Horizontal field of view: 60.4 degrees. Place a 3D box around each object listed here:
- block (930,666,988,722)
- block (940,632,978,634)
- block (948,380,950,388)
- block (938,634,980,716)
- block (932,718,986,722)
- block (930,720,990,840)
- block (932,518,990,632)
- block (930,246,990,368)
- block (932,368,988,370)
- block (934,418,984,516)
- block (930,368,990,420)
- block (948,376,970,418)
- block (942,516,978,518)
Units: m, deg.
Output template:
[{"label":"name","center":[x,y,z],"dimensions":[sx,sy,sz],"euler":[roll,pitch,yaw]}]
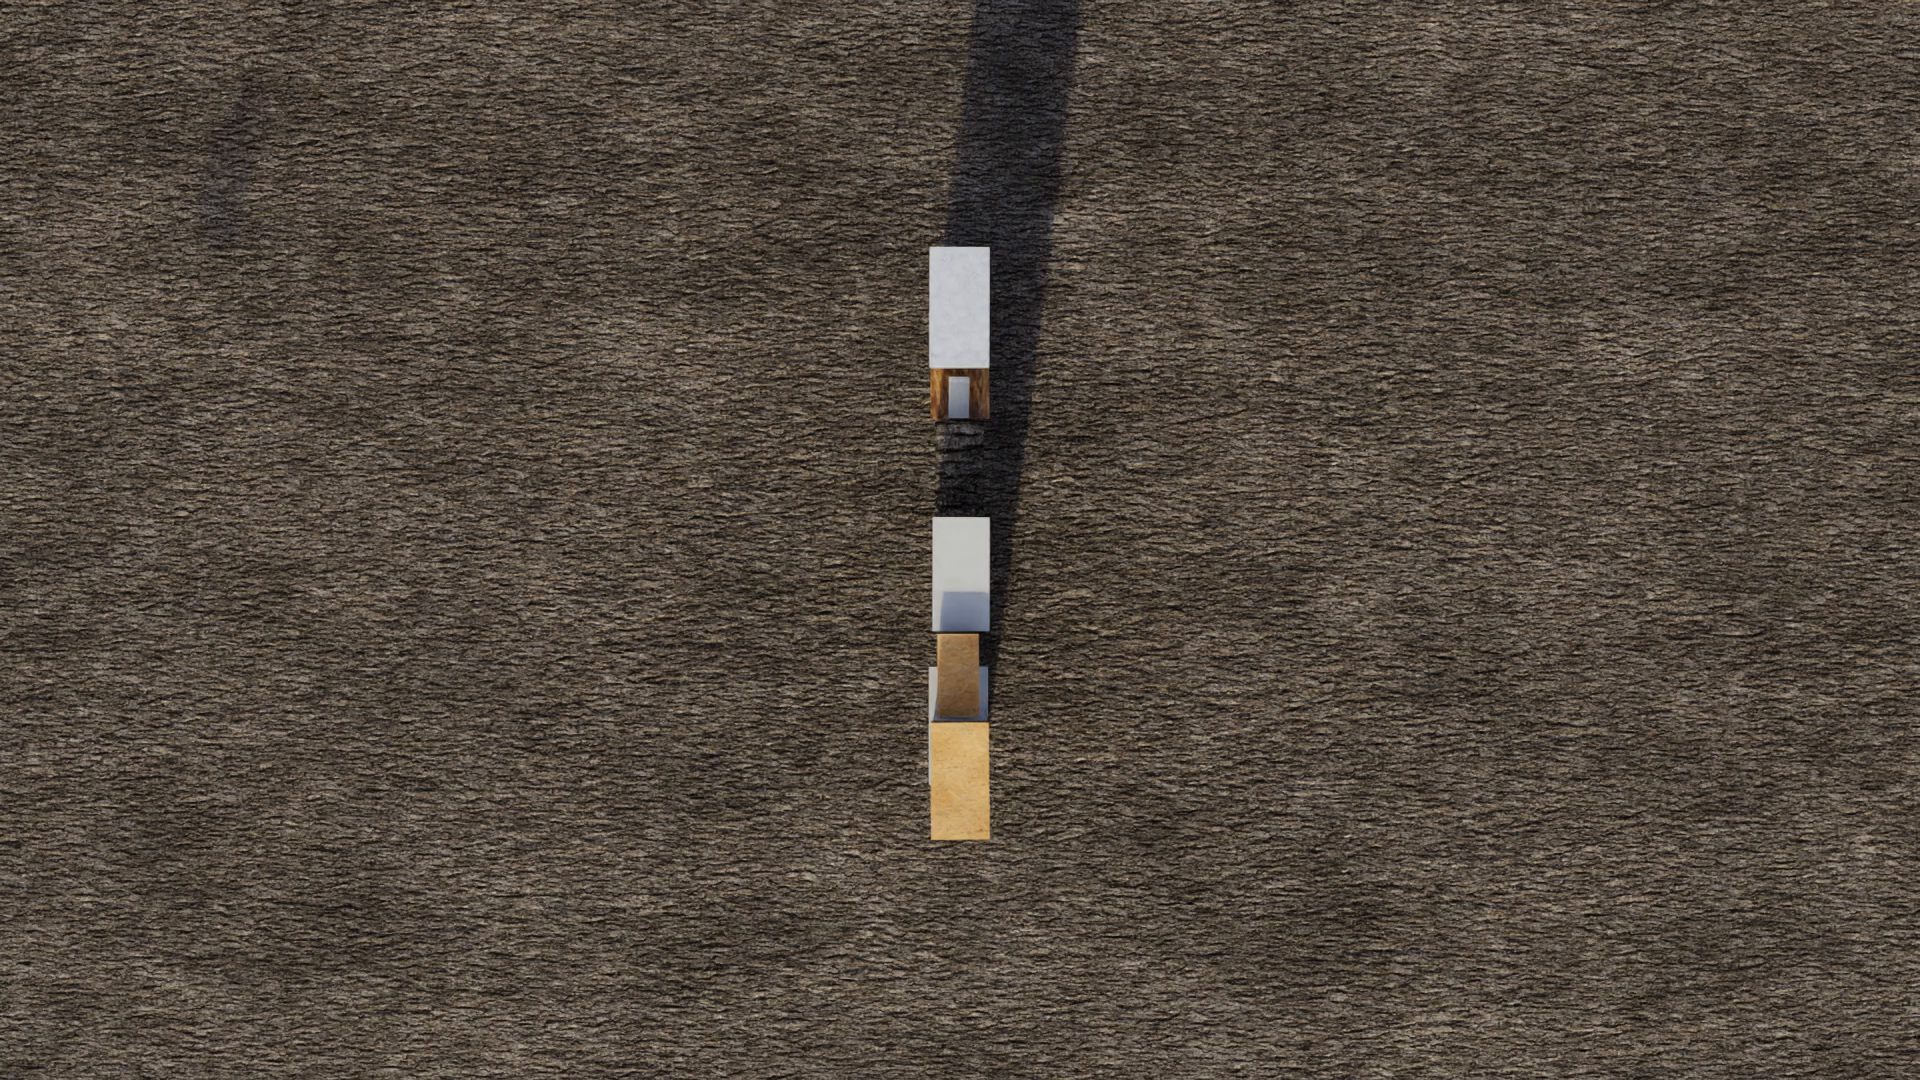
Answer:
[{"label":"block","center":[-0.004,0.535,4.776],"dimensions":[0.170,0.048,0.340],"euler":[0,90,0]},{"label":"block","center":[-0.005,0.294,4.767],"dimensions":[0.113,0.483,0.032],"euler":[0,90,0]},{"label":"block","center":[-0.004,-0.449,4.808],"dimensions":[0.059,0.117,0.017],"euler":[2,90,0]},{"label":"block","center":[-0.005,0.369,4.510],"dimensions":[0.113,0.032,0.226],"euler":[0,90,0]},{"label":"block","center":[-0.001,0.538,4.596],"dimensions":[0.156,0.311,0.044],"euler":[0,90,0]},{"label":"block","center":[0.000,0.643,4.419],"dimensions":[0.156,0.044,0.311],"euler":[0,90,0]},{"label":"block","center":[0.003,0.094,4.567],"dimensions":[0.157,0.044,0.314],"euler":[0,90,0]},{"label":"block","center":[-0.001,-0.636,4.517],"dimensions":[0.163,0.046,0.327],"euler":[0,90,0]},{"label":"block","center":[-0.002,-0.527,4.704],"dimensions":[0.163,0.327,0.046],"euler":[0,90,0]},{"label":"block","center":[-0.002,-0.206,4.720],"dimensions":[0.139,0.039,0.277],"euler":[0,90,0]},{"label":"block","center":[0.000,-0.532,4.892],"dimensions":[0.174,0.049,0.347],"euler":[0,90,0]},{"label":"block","center":[-0.003,-0.410,4.742],"dimensions":[0.059,0.017,0.117],"euler":[1,90,0]},{"label":"block","center":[0.000,-0.136,5.032],"dimensions":[0.108,0.030,0.215],"euler":[0,90,0]}]
